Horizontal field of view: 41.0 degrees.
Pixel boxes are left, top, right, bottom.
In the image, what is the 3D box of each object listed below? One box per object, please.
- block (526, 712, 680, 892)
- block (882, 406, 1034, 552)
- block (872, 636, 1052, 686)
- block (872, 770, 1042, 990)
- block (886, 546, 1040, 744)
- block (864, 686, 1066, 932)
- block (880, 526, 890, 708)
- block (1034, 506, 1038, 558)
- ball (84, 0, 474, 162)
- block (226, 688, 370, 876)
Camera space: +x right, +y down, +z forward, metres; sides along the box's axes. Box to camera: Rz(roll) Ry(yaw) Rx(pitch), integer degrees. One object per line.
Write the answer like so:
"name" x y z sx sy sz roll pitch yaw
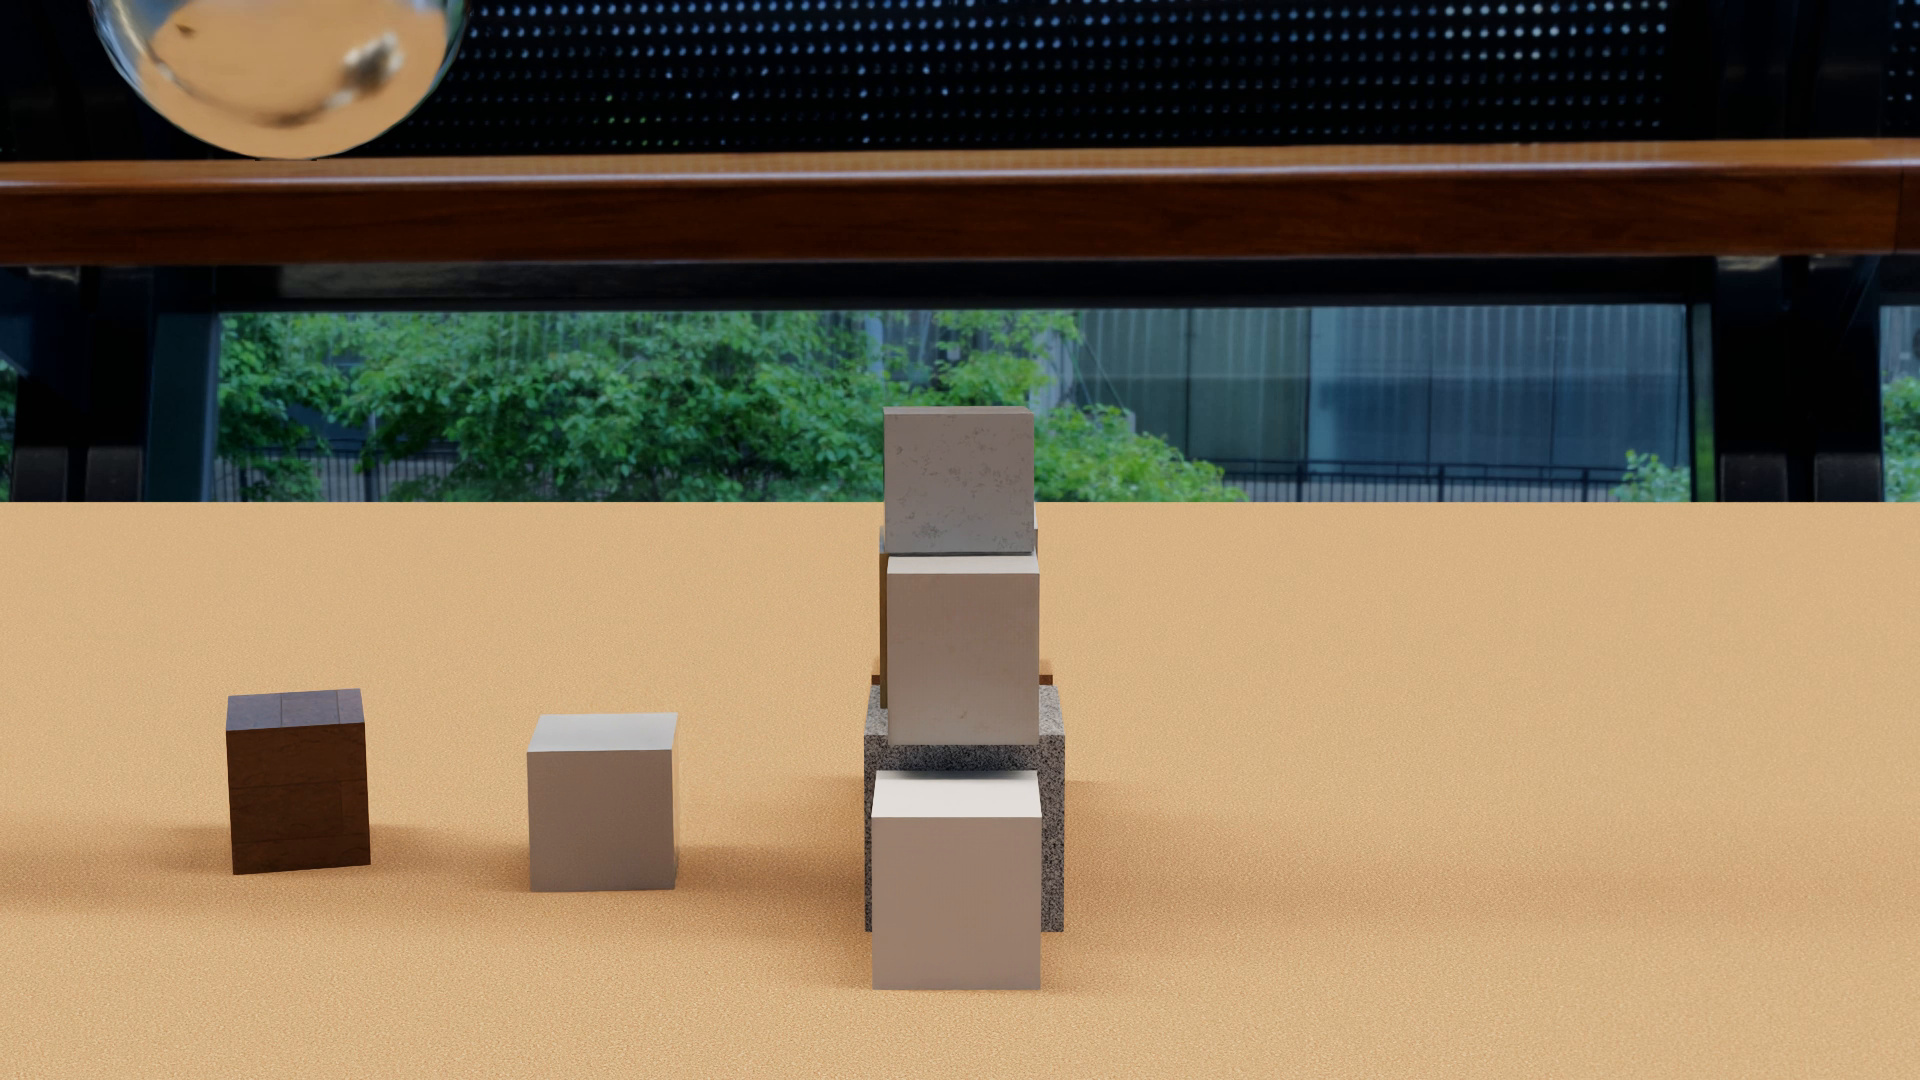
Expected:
"block" -1.575 1.160 11.422 0.622 0.632 0.646 -1 10 -4
"block" -0.015 -0.265 10.831 0.613 0.568 0.624 0 6 -2
"block" 0.010 0.917 12.452 0.847 0.740 0.847 0 10 0
"block" -0.013 1.344 10.229 0.653 0.695 0.668 0 10 0
"block" 0.012 0.425 10.558 0.608 0.703 0.599 0 10 0
"block" 0.018 1.133 10.984 0.823 0.841 0.871 0 10 0
"block" -0.031 0.325 11.195 0.638 0.672 0.674 0 10 -2
"block" 0.003 0.256 11.891 0.695 0.762 0.687 0 11 0
"ball" -2.846 -2.396 10.745 1.600 1.600 1.600 0 10 0
"block" -3.021 1.092 11.716 0.597 0.660 0.667 -3 11 -14
